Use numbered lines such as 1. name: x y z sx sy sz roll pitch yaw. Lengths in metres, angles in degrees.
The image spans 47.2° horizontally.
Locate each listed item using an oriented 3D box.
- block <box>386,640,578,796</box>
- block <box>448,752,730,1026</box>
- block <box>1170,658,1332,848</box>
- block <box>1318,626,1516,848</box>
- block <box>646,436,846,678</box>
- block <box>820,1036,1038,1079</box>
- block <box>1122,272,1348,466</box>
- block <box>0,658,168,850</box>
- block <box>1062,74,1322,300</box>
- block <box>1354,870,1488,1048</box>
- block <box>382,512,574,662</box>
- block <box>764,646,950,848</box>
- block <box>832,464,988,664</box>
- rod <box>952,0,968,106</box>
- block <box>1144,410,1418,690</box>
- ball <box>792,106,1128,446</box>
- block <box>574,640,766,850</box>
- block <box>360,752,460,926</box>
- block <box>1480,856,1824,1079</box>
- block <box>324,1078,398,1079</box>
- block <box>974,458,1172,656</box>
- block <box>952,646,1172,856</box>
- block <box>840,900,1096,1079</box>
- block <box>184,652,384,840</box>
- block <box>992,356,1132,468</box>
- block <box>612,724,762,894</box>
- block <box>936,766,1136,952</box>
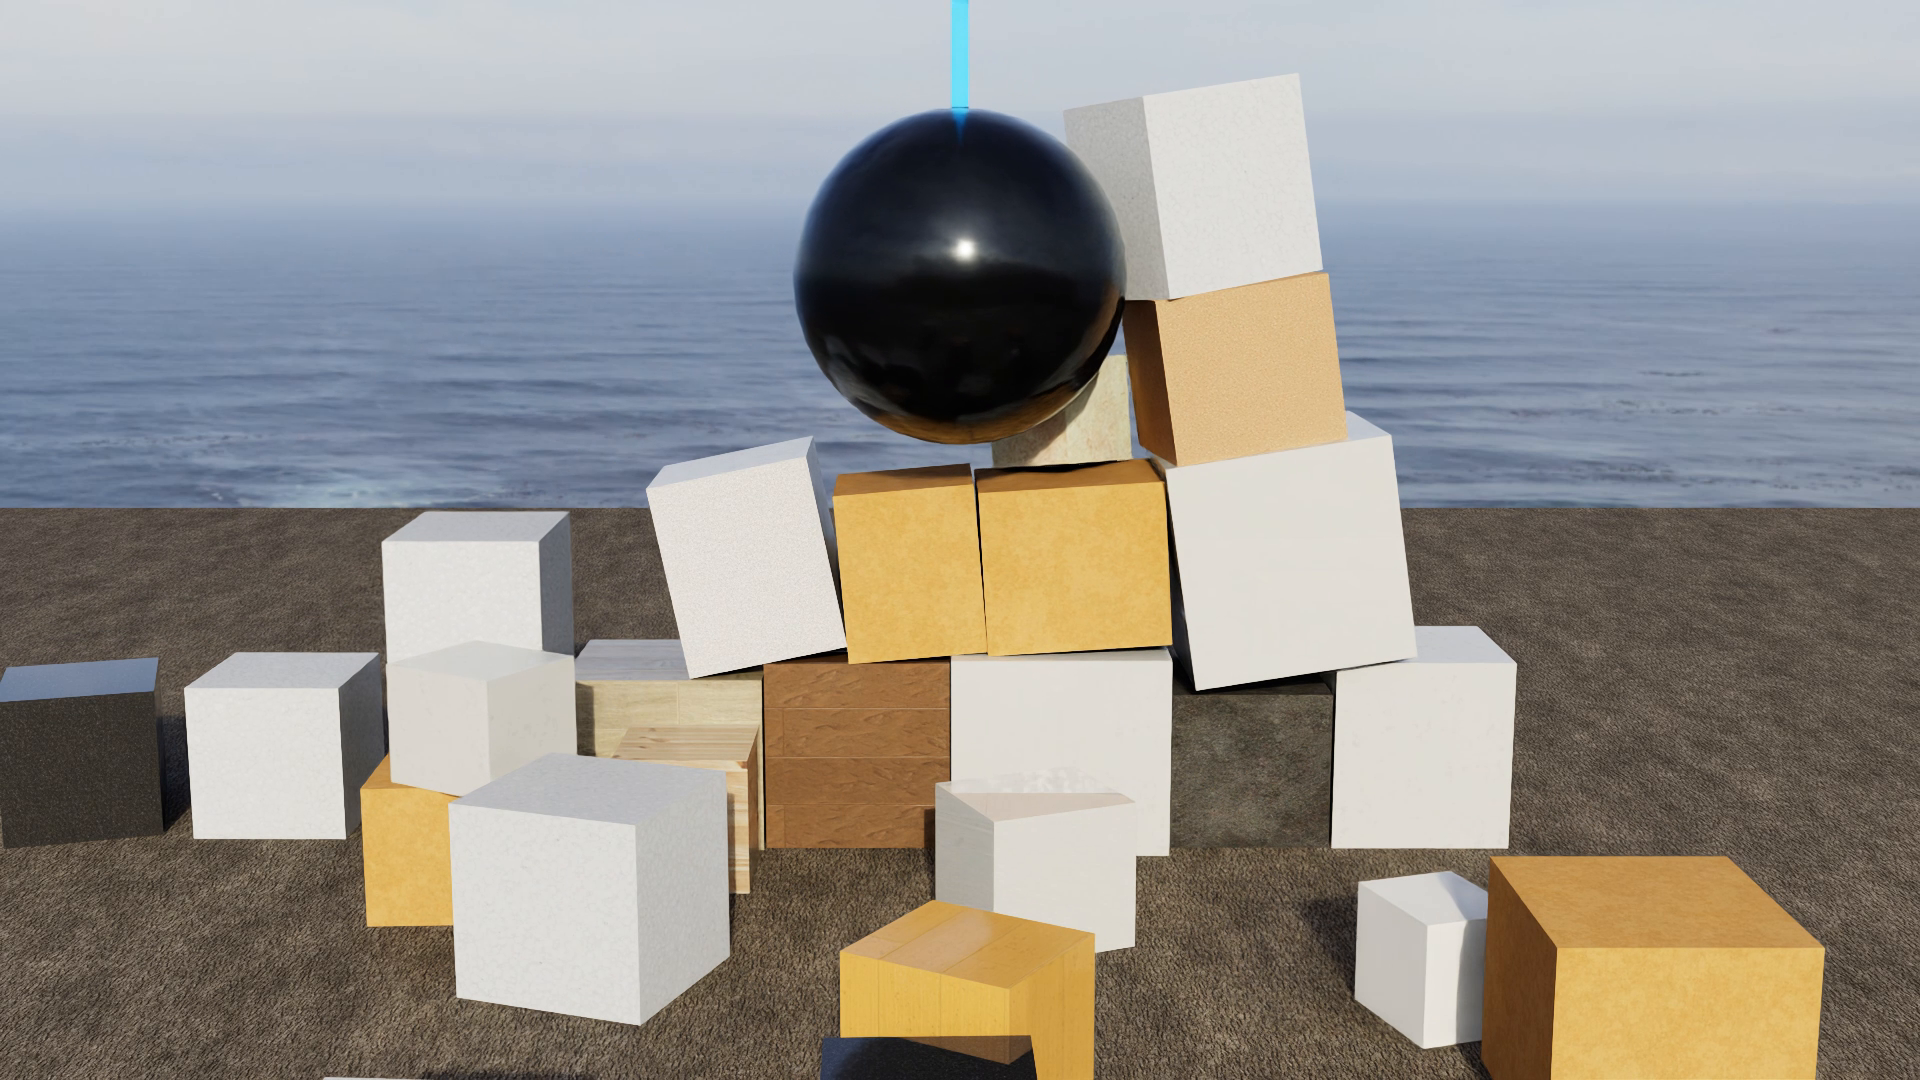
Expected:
1. block: -2.163 0.810 9.971 0.610 0.548 0.563 6 12 31
2. block: -1.546 1.445 9.282 0.858 0.837 0.814 4 11 20
3. block: 1.450 1.085 11.390 0.803 0.789 0.819 0 10 0
4. block: 2.310 1.004 11.379 0.887 0.954 0.847 0 10 0
5. block: -1.052 0.071 11.185 0.796 0.970 0.789 -12 10 1
6. block: -0.099 1.978 6.996 0.681 0.605 0.565 0 10 -2
7. block: 1.352 -0.889 11.035 0.851 0.806 0.948 -10 10 -5
8. block: -4.559 1.092 11.444 0.756 0.758 0.779 -3 11 -18
9. block: 1.147 -1.735 10.877 0.889 0.957 0.772 -13 11 -25
10. block: 1.928 1.685 8.884 0.433 0.506 0.541 -4 11 -19
11. block: -2.446 0.358 11.270 0.766 0.870 0.886 0 10 0
12. block: -0.513 1.009 11.360 0.920 0.951 0.795 0 10 0
13. block: -0.249 0.107 11.151 0.689 0.843 0.726 -5 10 0
14. rod: 0.000 -4.635 10.141 0.080 5.200 0.080 0 6 0
15. block: 1.605 0.028 11.179 1.096 1.106 1.033 -9 10 0
16. ball: 0.000 -1.254 10.499 1.600 1.600 1.600 0 10 0
17. block: -1.479 1.043 11.387 0.995 0.873 0.906 0 10 0
18. block: -2.422 1.370 10.229 0.550 0.645 0.664 0 10 -3
19. block: 2.471 1.693 7.979 0.904 0.814 0.964 0 10 0
20. block: -1.632 2.047 6.436 0.679 0.670 0.723 1 10 3
21. block: 0.560 0.074 11.170 0.911 0.816 0.801 -4 10 -1
22. block: 0.498 0.988 11.350 1.081 0.995 1.034 0 10 0
23. block: 0.031 1.771 7.766 0.677 0.737 0.610 6 12 31
24. block: -3.511 1.064 11.511 0.776 0.788 0.783 0 10 0
25. block: 0.517 -0.667 11.408 0.476 0.543 0.576 -2 3 38
26. block: -1.314 1.292 10.645 0.639 0.650 0.643 0 10 0
27. block: 0.330 1.442 9.789 0.686 0.660 0.626 -5 11 -24
